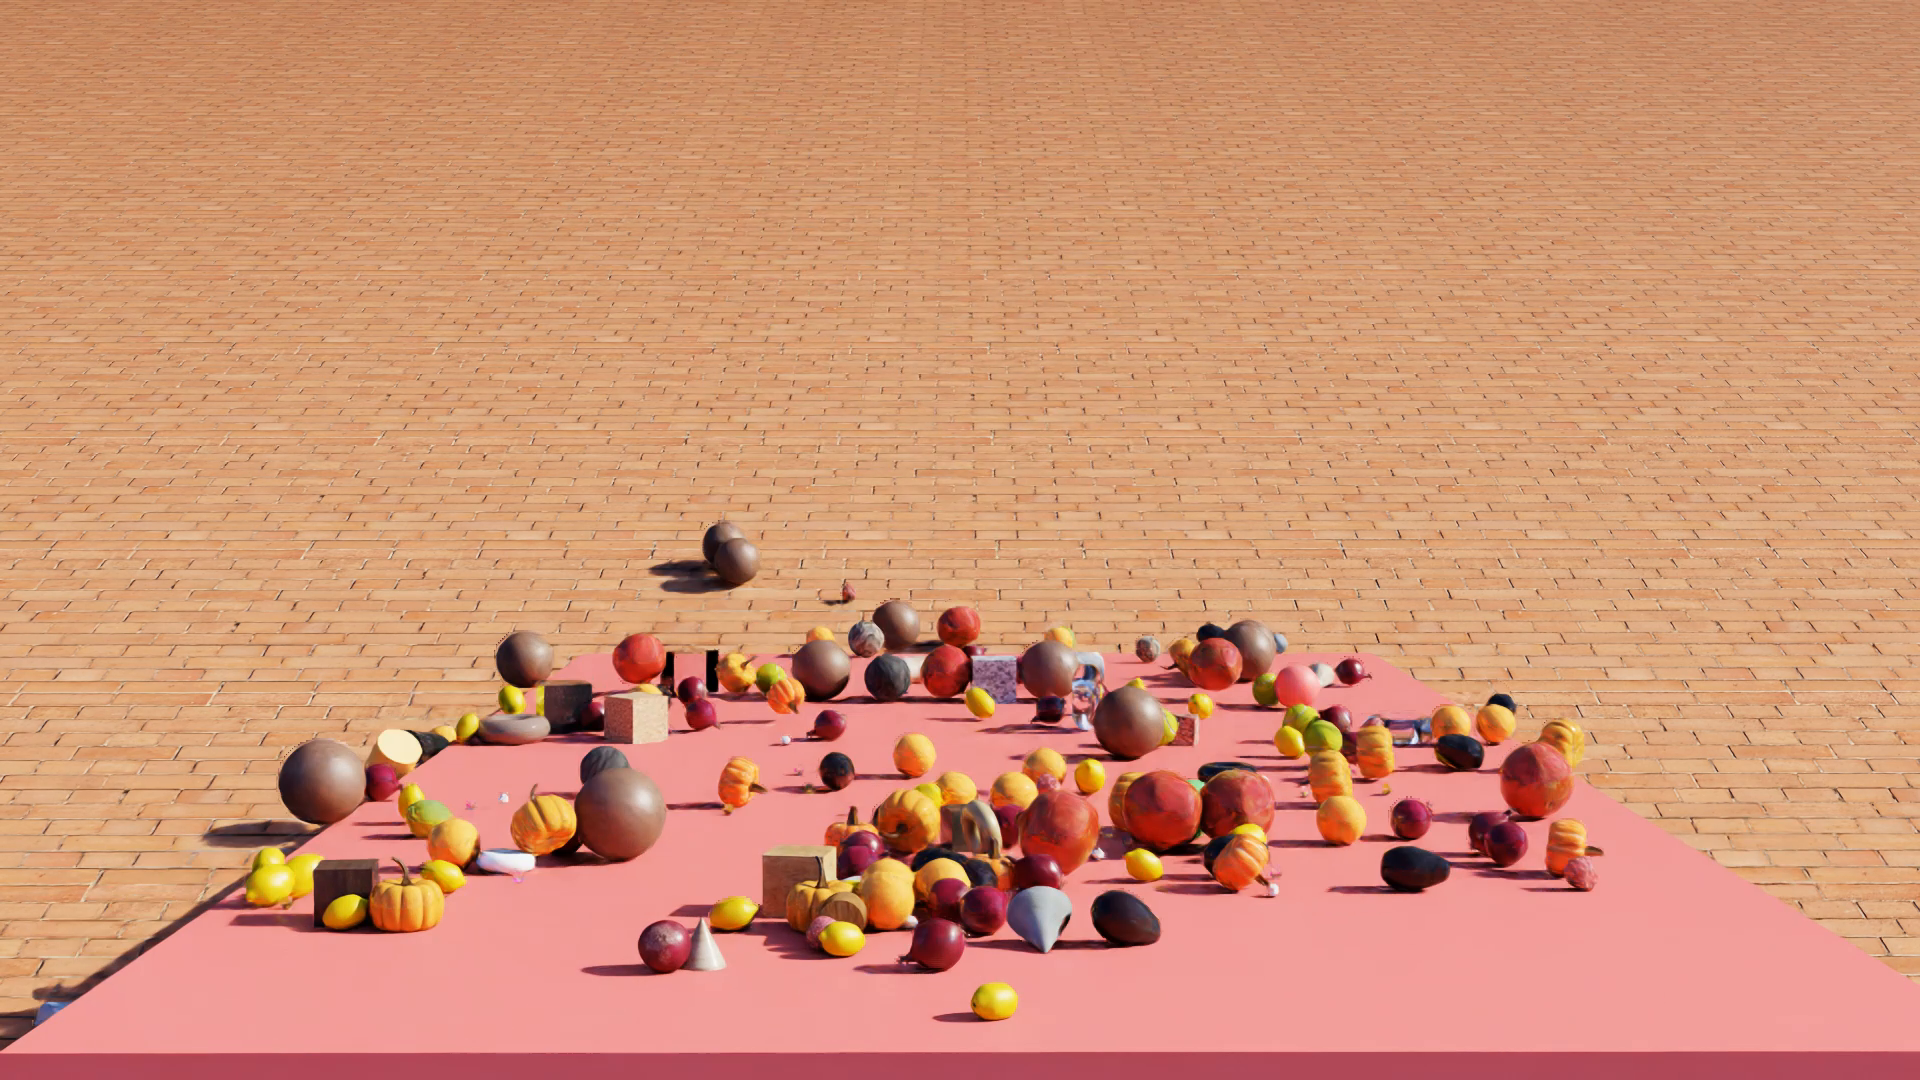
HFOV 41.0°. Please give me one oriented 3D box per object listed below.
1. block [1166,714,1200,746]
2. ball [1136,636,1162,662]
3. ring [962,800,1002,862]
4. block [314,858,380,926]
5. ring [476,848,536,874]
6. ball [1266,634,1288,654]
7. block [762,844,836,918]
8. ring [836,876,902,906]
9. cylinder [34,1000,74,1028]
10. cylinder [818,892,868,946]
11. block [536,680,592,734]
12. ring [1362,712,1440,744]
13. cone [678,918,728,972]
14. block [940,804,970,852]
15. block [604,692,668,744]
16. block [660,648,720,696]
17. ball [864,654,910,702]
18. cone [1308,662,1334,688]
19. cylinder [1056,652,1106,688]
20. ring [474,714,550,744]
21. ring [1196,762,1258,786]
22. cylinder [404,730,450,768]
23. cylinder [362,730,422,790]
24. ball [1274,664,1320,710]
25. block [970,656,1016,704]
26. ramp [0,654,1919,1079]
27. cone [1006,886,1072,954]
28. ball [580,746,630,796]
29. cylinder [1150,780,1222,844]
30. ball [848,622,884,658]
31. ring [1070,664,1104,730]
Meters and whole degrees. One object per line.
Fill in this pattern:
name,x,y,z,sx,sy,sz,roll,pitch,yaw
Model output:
block,0.416,0.354,4.801,0.054,0.054,0.054,1,3,14
ball,0.461,0.268,6.296,0.064,0.064,0.064,0,21,0
ring,0.030,0.406,3.580,0.030,0.090,0.090,-14,25,-23
block,-0.757,0.435,3.173,0.070,0.070,0.070,0,3,-6
ring,-0.620,0.438,3.505,0.081,0.027,0.081,3,0,0
ball,0.828,0.271,6.709,0.054,0.054,0.054,0,21,0
block,-0.201,0.428,3.224,0.078,0.078,0.078,0,3,9
ring,-0.117,0.449,3.297,0.083,0.028,0.083,1,4,0
cylinder,-1.141,0.639,3.330,0.085,0.085,0.085,4,14,-40
cylinder,-0.139,0.449,3.047,0.055,0.055,0.055,1,3,2
block,-0.772,0.324,5.006,0.093,0.093,0.093,-1,3,-20
ring,0.831,0.355,4.845,0.144,0.048,0.144,0,4,0
cone,-0.293,0.455,2.919,0.057,0.057,0.057,0,3,0
block,0.008,0.413,3.686,0.059,0.059,0.059,-1,3,-17
block,-0.612,0.336,4.856,0.085,0.085,0.085,3,4,43
block,-0.595,0.289,5.652,0.092,0.092,0.092,-3,4,-40
ball,-0.154,0.293,5.470,0.099,0.099,0.099,0,21,0
cone,0.796,0.317,5.713,0.064,0.064,0.064,5,34,13
cylinder,0.270,0.289,5.733,0.079,0.079,0.079,-1,20,-28
ring,-0.844,0.357,4.845,0.141,0.047,0.141,-1,4,0
ring,0.447,0.392,4.299,0.101,0.034,0.101,-1,2,0
cylinder,-1.032,0.411,4.895,0.093,0.093,0.093,12,-4,28
cylinder,-0.987,0.384,4.467,0.078,0.078,0.078,23,35,-17
ball,0.699,0.305,5.331,0.095,0.095,0.095,0,21,0
block,0.071,0.298,5.486,0.093,0.093,0.093,0,3,-3
ramp,0.049,0.446,4.532,2.000,0.100,4.000,0,3,0
cone,0.097,0.461,3.011,0.079,0.079,0.079,-2,30,-4
ball,-0.576,0.375,4.169,0.082,0.082,0.082,0,21,0
cylinder,0.330,0.397,3.754,0.082,0.082,0.082,9,6,22
ball,-0.235,0.248,6.422,0.091,0.091,0.091,0,21,0
ring,0.246,0.304,4.990,0.044,0.131,0.131,12,24,14
